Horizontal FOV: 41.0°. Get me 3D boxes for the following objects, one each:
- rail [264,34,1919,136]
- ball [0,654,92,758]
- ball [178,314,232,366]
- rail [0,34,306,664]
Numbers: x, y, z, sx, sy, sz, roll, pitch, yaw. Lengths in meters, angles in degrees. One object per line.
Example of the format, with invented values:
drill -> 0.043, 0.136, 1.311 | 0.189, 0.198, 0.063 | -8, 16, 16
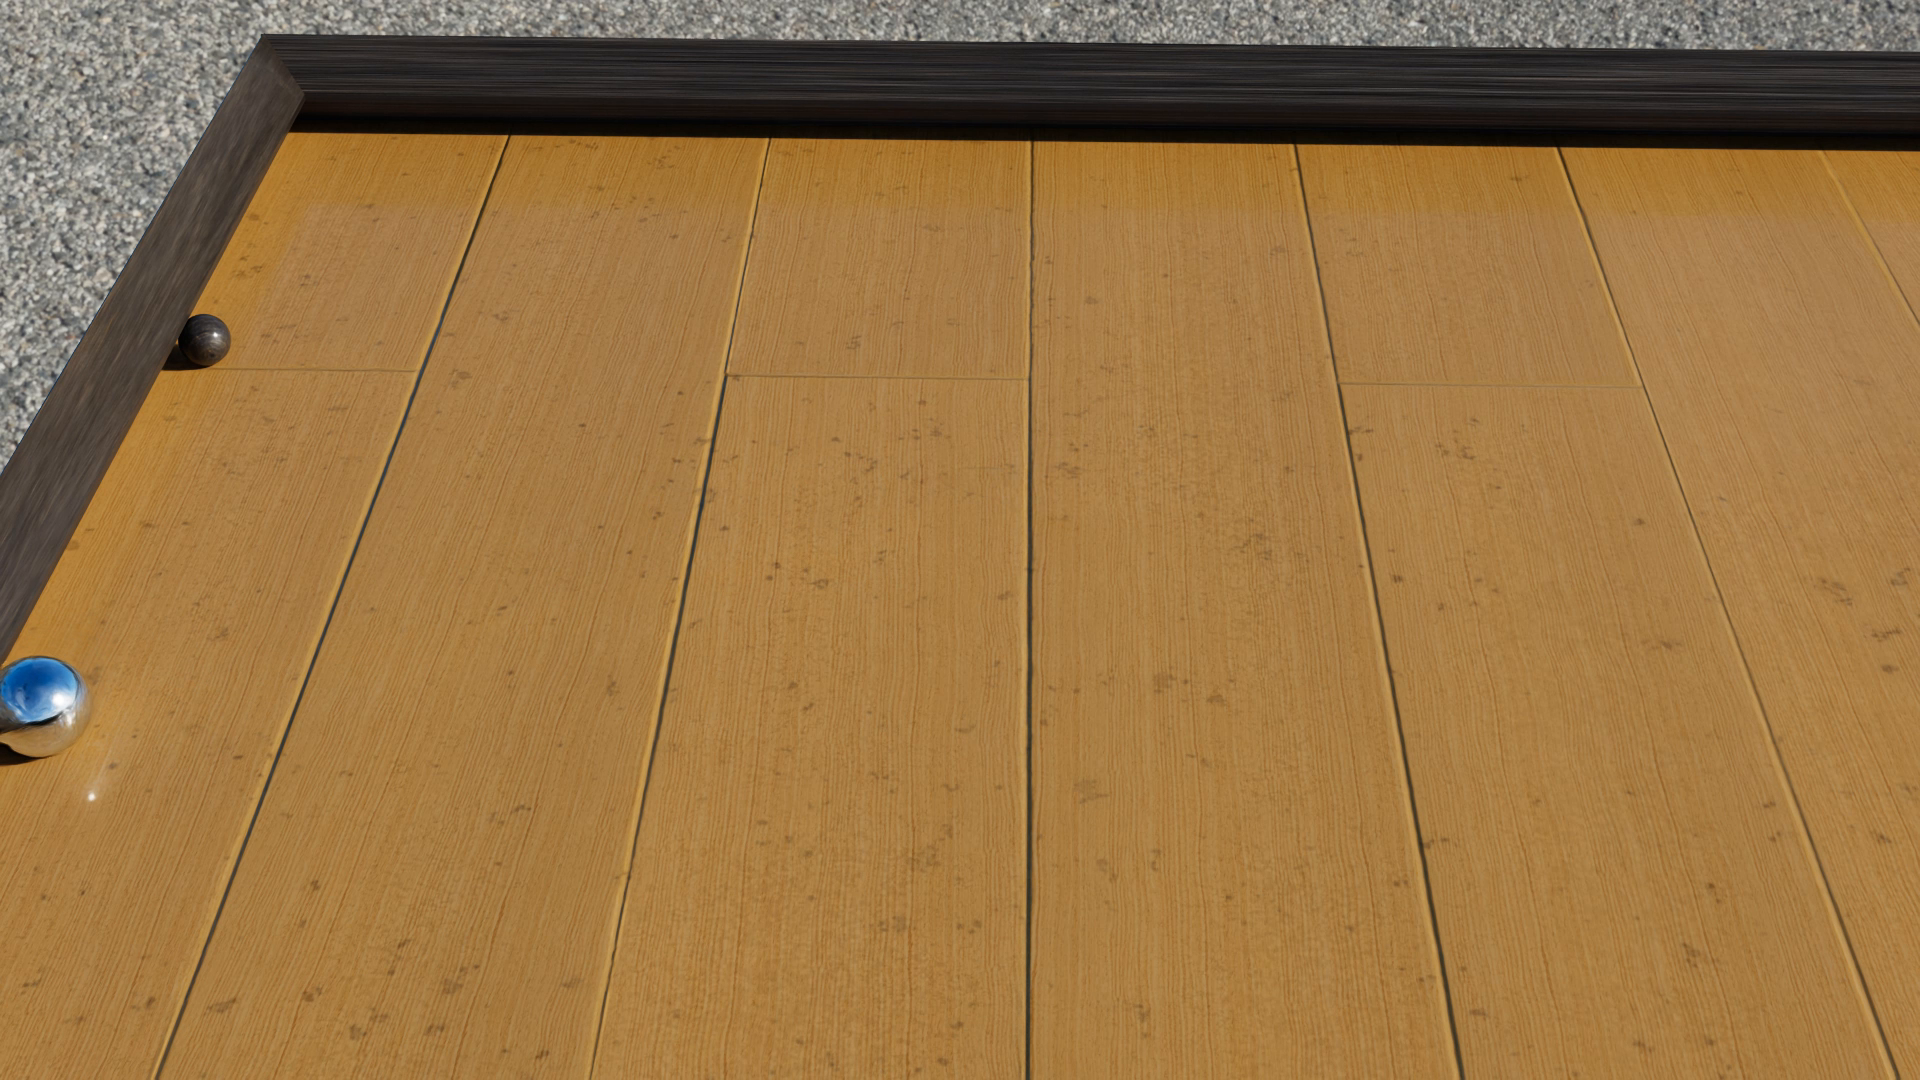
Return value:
rail -> 0.701, -0.412, 2.417 | 2.732, 0.088, 0.045 | 1, 35, 1
ball -> -0.610, 0.110, 1.697 | 0.068, 0.068, 0.068 | 0, 35, 0
ball -> -0.620, -0.165, 2.107 | 0.042, 0.042, 0.042 | 0, 35, 0
rail -> -0.659, -0.024, 1.867 | 0.045, 0.088, 1.463 | 1, 35, 1
